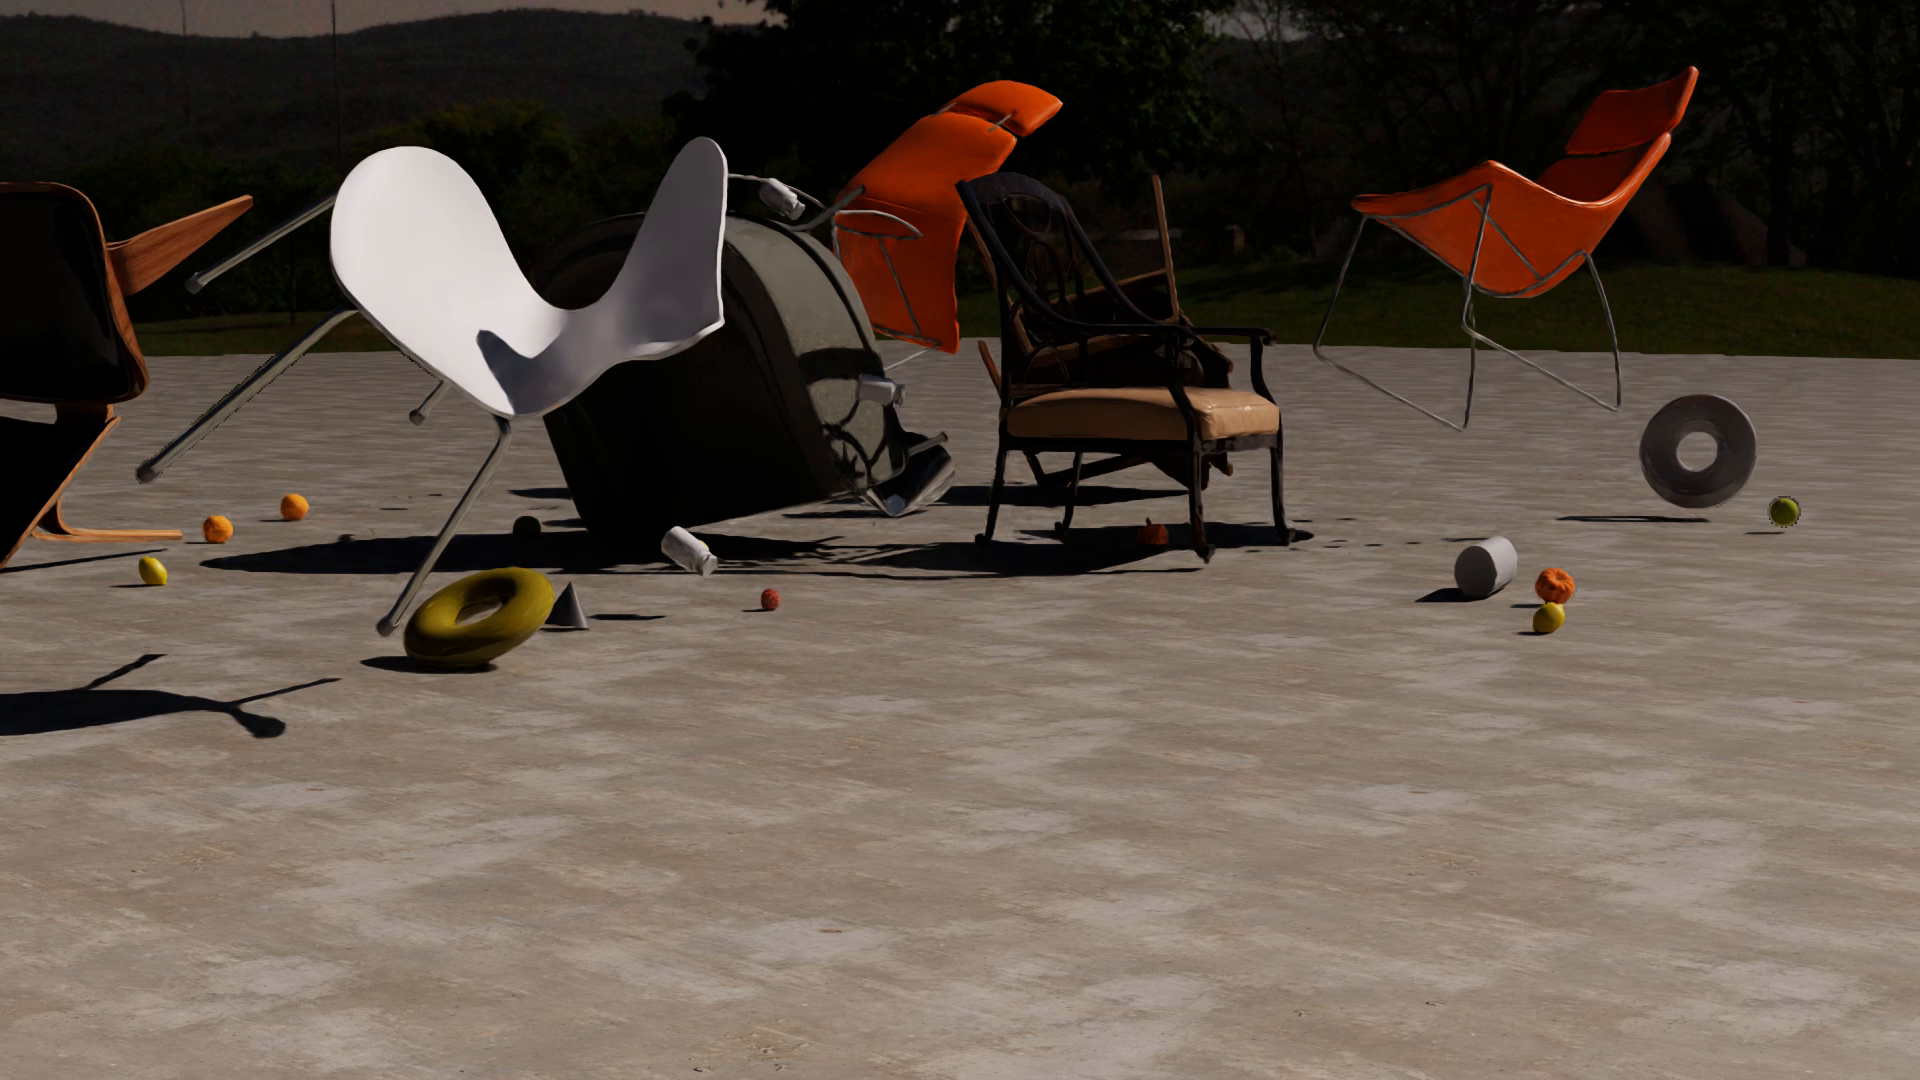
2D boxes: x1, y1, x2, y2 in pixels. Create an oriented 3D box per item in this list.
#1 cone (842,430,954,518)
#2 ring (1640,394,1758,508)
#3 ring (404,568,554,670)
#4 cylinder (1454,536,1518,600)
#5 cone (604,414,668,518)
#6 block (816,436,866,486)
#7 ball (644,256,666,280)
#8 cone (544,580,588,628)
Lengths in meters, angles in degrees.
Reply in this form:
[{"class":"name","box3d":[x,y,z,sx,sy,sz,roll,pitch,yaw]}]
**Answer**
[{"class":"cone","box3d":[-0.176,-0.125,7.061,0.312,0.267,0.234,2,36,1]},{"class":"ring","box3d":[2.016,-0.243,7.009,0.315,0.322,0.045,32,8,27]},{"class":"ring","box3d":[-0.822,0.133,4.381,0.272,0.063,0.257,-29,32,-20]},{"class":"cylinder","box3d":[1.096,0.056,5.336,0.085,0.109,0.219,-3,4,24]},{"class":"cone","box3d":[-0.883,-0.203,6.889,0.150,0.289,0.263,3,-40,-17]},{"class":"block","box3d":[-0.283,-0.251,8.151,0.326,0.144,0.223,-1,6,-8]},{"class":"ball","box3d":[-0.888,-0.790,7.455,0.064,0.064,0.064,0,6,0]},{"class":"cone","box3d":[-0.733,0.118,4.797,0.094,0.087,0.052,6,-3,12]}]
